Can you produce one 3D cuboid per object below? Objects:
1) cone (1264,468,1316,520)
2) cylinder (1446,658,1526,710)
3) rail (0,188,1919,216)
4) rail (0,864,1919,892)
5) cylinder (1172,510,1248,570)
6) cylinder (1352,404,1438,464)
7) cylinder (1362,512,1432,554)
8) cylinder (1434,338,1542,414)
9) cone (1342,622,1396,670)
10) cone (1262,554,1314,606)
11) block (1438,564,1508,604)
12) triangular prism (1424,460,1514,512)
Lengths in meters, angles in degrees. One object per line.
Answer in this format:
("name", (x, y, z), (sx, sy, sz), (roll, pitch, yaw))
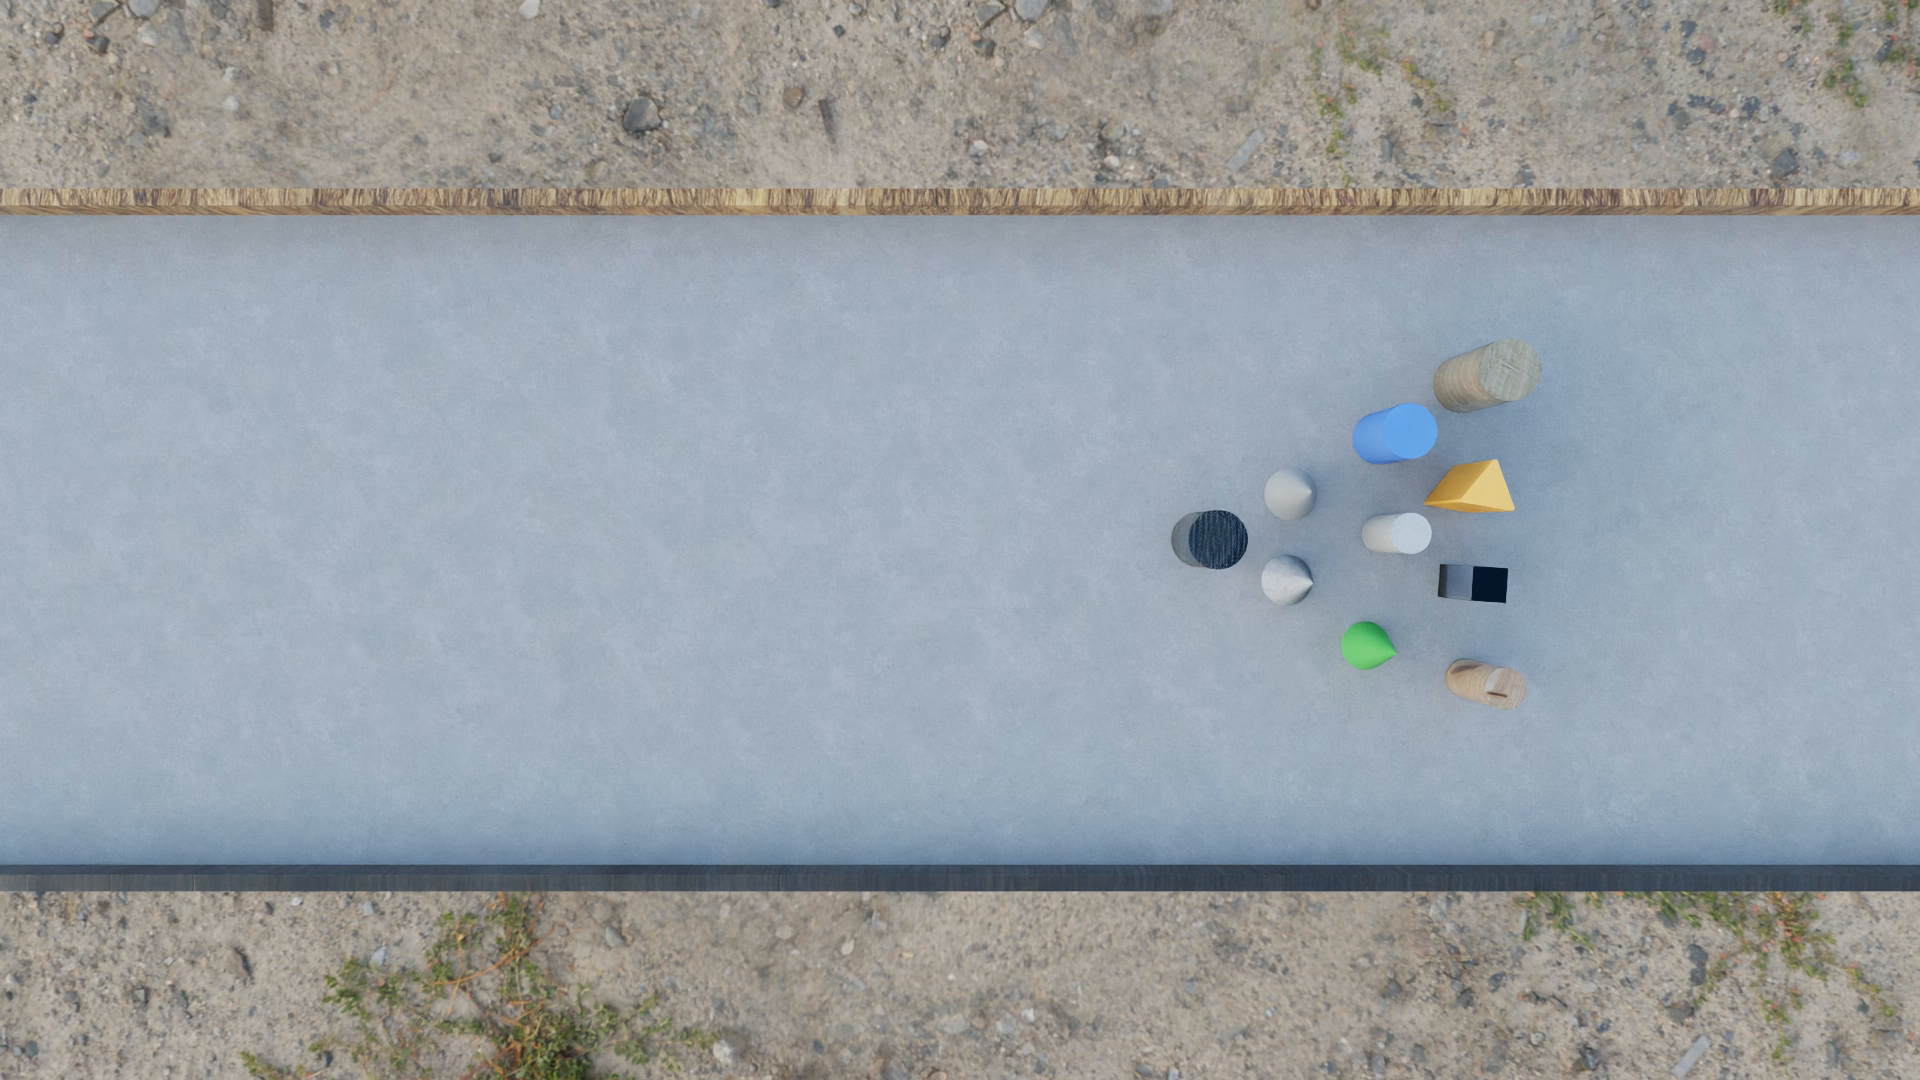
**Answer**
("cone", (1.017, -0.141, 4.923), (0.161, 0.308, 0.161), (0, 90, 0))
("cylinder", (1.555, 0.424, 4.889), (0.122, 0.374, 0.122), (0, 90, 0))
("rail", (-2.247, -1.025, 5.002), (12.000, 0.150, 0.050), (0, 90, 0))
("rail", (-2.247, 1.025, 5.001), (12.000, 0.150, 0.050), (0, 90, 0))
("cylinder", (0.735, -0.001, 4.886), (0.171, 0.381, 0.171), (0, 90, 0))
("cylinder", (1.288, -0.312, 4.898), (0.159, 0.356, 0.159), (0, 90, 0))
("cylinder", (1.295, -0.019, 4.905), (0.118, 0.343, 0.118), (0, 90, 0))
("cylinder", (1.546, -0.479, 4.856), (0.178, 0.441, 0.178), (0, 90, 0))
("cone", (1.248, 0.325, 4.890), (0.148, 0.372, 0.148), (0, 90, 0))
("cone", (1.006, 0.124, 4.883), (0.157, 0.386, 0.157), (0, 90, 0))
("block", (1.524, 0.128, 4.911), (0.101, 0.331, 0.101), (4, 90, 0))
("triangular prism", (1.514, -0.164, 4.887), (0.153, 0.378, 0.132), (10, 90, 0))
